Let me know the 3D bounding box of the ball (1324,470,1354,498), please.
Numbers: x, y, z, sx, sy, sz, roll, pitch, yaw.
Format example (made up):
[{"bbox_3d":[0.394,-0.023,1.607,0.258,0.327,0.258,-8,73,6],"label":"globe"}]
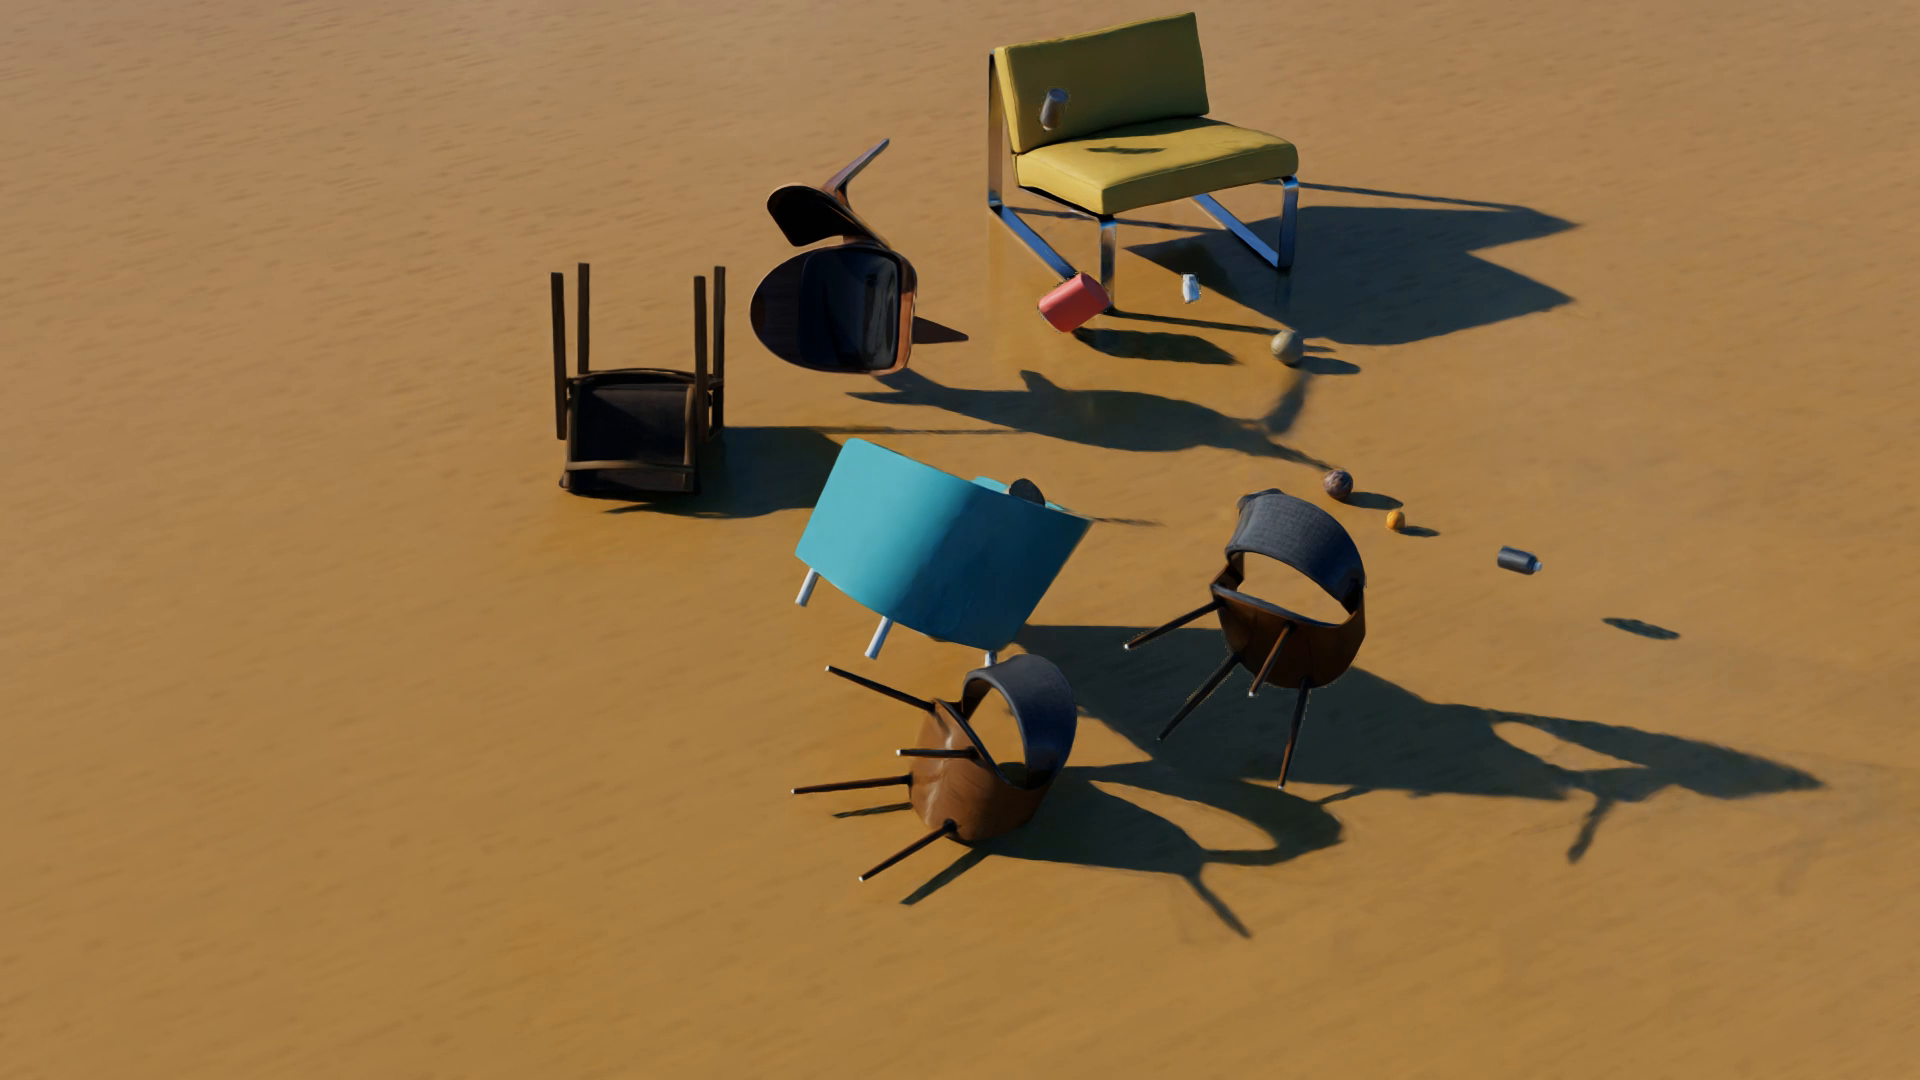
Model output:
[{"bbox_3d":[1.442,-0.213,11.165,0.113,0.113,0.113,0,33,0],"label":"ball"}]

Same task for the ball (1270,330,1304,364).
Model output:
[{"bbox_3d":[1.343,-0.791,12.019,0.138,0.138,0.138,0,33,0],"label":"ball"}]

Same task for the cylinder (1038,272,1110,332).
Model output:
[{"bbox_3d":[0.474,-0.982,12.145,0.211,0.266,0.151,-32,67,19],"label":"cylinder"}]

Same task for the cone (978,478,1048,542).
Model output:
[{"bbox_3d":[0.145,-0.089,9.962,0.236,0.223,0.185,-7,20,45],"label":"cone"}]
